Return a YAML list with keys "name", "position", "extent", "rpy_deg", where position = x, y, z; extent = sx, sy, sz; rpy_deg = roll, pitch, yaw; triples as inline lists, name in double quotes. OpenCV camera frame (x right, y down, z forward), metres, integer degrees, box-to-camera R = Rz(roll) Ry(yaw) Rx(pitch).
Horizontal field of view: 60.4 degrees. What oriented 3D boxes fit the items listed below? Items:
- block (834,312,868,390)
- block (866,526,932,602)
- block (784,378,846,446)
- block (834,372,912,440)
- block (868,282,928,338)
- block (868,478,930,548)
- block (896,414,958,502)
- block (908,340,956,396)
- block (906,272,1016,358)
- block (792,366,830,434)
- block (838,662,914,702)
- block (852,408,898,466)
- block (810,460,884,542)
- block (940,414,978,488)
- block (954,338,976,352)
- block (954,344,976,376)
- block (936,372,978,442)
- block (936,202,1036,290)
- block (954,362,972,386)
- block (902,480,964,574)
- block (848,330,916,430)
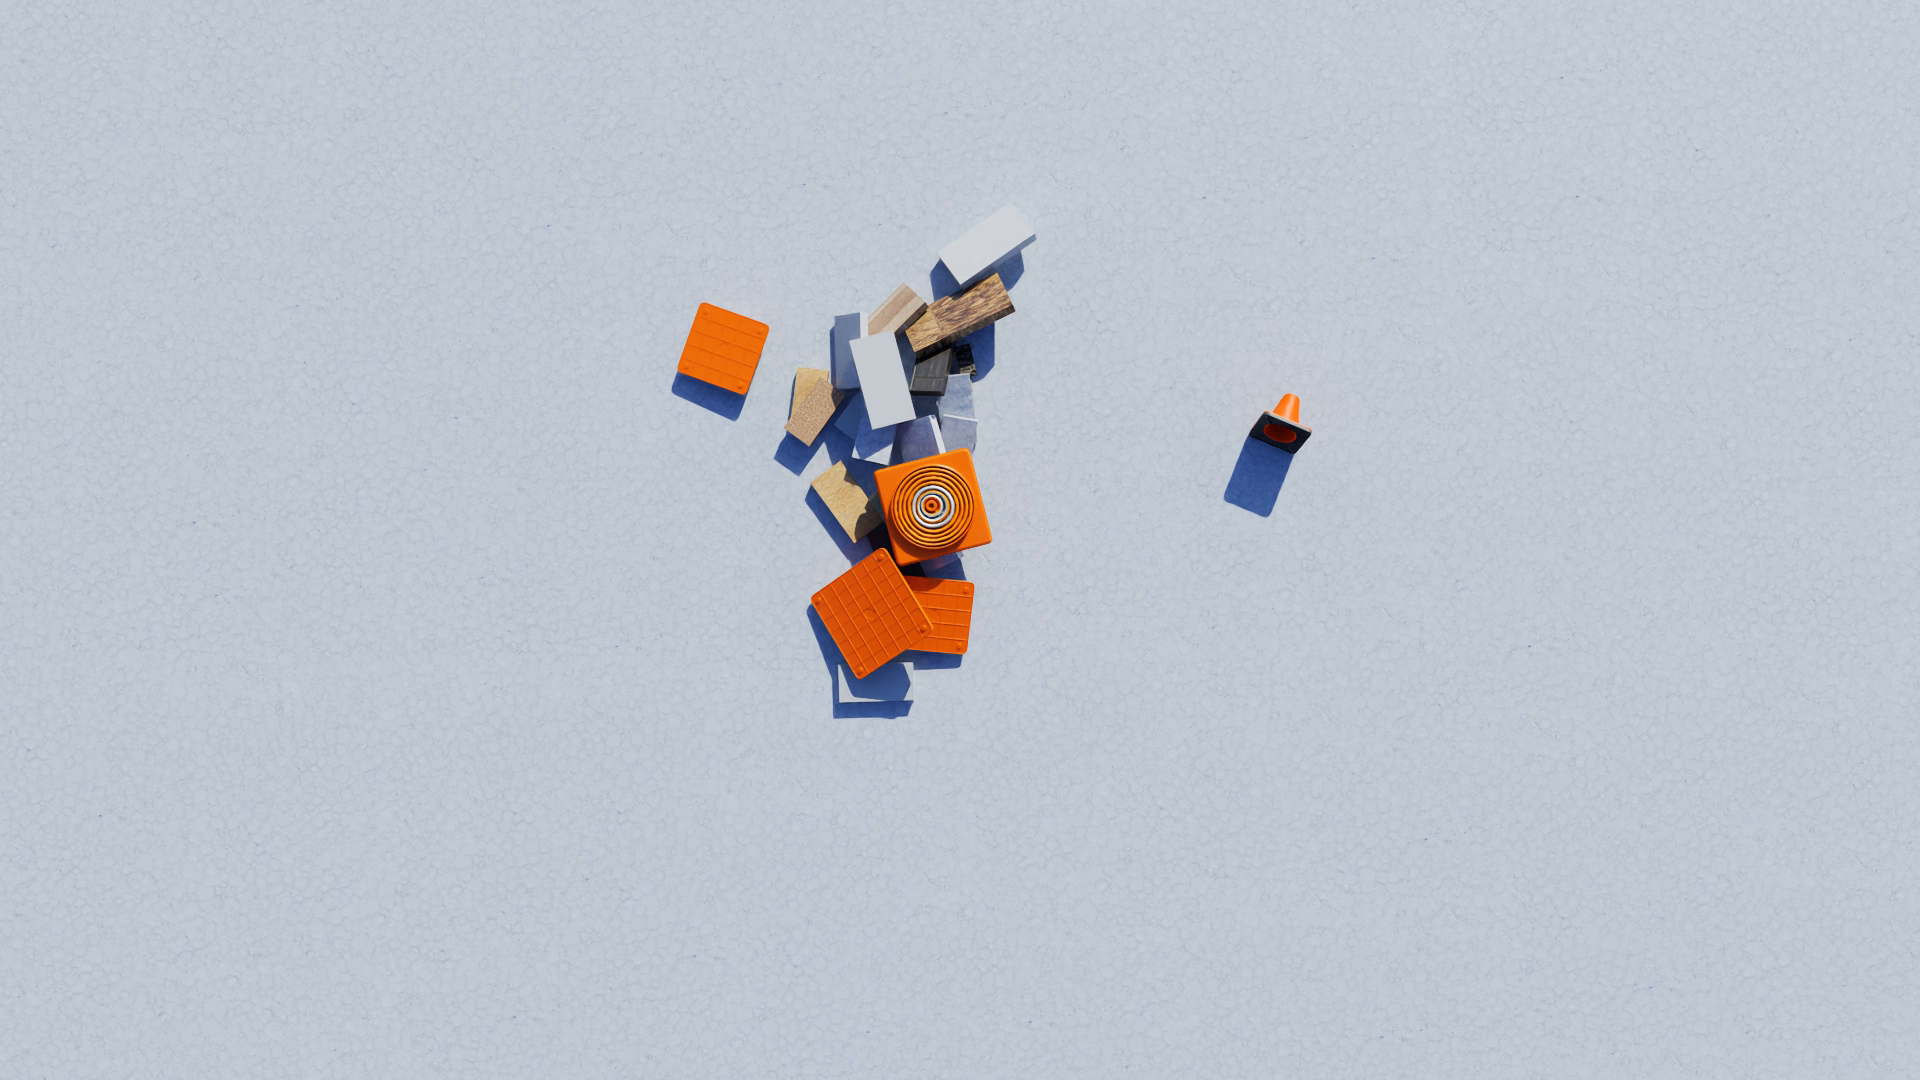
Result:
- name: "block"
  position: [-0.357, -0.623, 5.446]
  extent: [0.121, 0.034, 0.243]
  rpy_deg: [-1, 90, 41]
- name: "block"
  position: [-0.204, 0.069, 5.482]
  extent: [0.124, 0.035, 0.248]
  rpy_deg: [-25, 90, 0]
- name: "block"
  position: [-0.479, -0.424, 5.456]
  extent: [0.104, 0.029, 0.208]
  rpy_deg: [36, 90, 0]
- name: "block"
  position: [-0.278, -0.454, 5.480]
  extent: [0.140, 0.040, 0.281]
  rpy_deg: [36, 90, 0]
- name: "block"
  position: [-0.231, -0.727, 5.454]
  extent: [0.243, 0.034, 0.122]
  rpy_deg: [-45, 59, 0]
- name: "block"
  position: [-0.201, -0.086, 5.431]
  extent: [0.104, 0.029, 0.208]
  rpy_deg: [-38, 85, 23]
- name: "block"
  position: [-0.112, -0.259, 5.444]
  extent: [0.140, 0.040, 0.281]
  rpy_deg: [-15, 92, 29]
- name: "block"
  position: [-0.088, -0.581, 5.423]
  extent: [0.114, 0.032, 0.229]
  rpy_deg: [3, 66, 19]
- name: "block"
  position: [-0.008, -0.741, 5.433]
  extent: [0.356, 0.042, 0.148]
  rpy_deg: [-25, 60, 4]
- name: "block"
  position: [-0.500, -0.465, 5.485]
  extent: [0.104, 0.029, 0.208]
  rpy_deg: [7, 90, 0]
- name: "block"
  position: [-0.278, 0.472, 5.482]
  extent: [0.247, 0.035, 0.124]
  rpy_deg: [-2, 90, 0]
- name: "block"
  position: [-0.268, -0.377, 5.436]
  extent: [0.121, 0.034, 0.243]
  rpy_deg: [13, 89, 5]
- name: "block"
  position: [-0.373, -0.127, 5.482]
  extent: [0.124, 0.035, 0.248]
  rpy_deg: [-36, 90, 0]
- name: "block"
  position: [-0.016, -0.294, 5.454]
  extent: [0.114, 0.032, 0.229]
  rpy_deg: [10, 105, 1]
- name: "block"
  position: [-0.008, -0.651, 5.492]
  extent: [0.106, 0.015, 0.053]
  rpy_deg: [28, 90, 0]
- name: "block"
  position: [0.018, -0.594, 5.470]
  extent: [0.053, 0.015, 0.106]
  rpy_deg: [-13, 82, 0]
- name: "block"
  position: [-0.012, -0.431, 5.453]
  extent: [0.114, 0.032, 0.229]
  rpy_deg: [-6, 103, 5]
- name: "block"
  position: [0.089, -0.971, 5.453]
  extent: [0.296, 0.042, 0.148]
  rpy_deg: [-34, 68, 0]
- name: "block"
  position: [0.012, -0.539, 5.479]
  extent: [0.051, 0.015, 0.103]
  rpy_deg: [-6, 75, -1]
- name: "block"
  position: [-0.111, -0.043, 5.444]
  extent: [0.140, 0.040, 0.281]
  rpy_deg: [-25, 92, 30]
- name: "block"
  position: [-0.254, -0.521, 5.383]
  extent: [0.148, 0.042, 0.296]
  rpy_deg: [-15, 93, -9]
